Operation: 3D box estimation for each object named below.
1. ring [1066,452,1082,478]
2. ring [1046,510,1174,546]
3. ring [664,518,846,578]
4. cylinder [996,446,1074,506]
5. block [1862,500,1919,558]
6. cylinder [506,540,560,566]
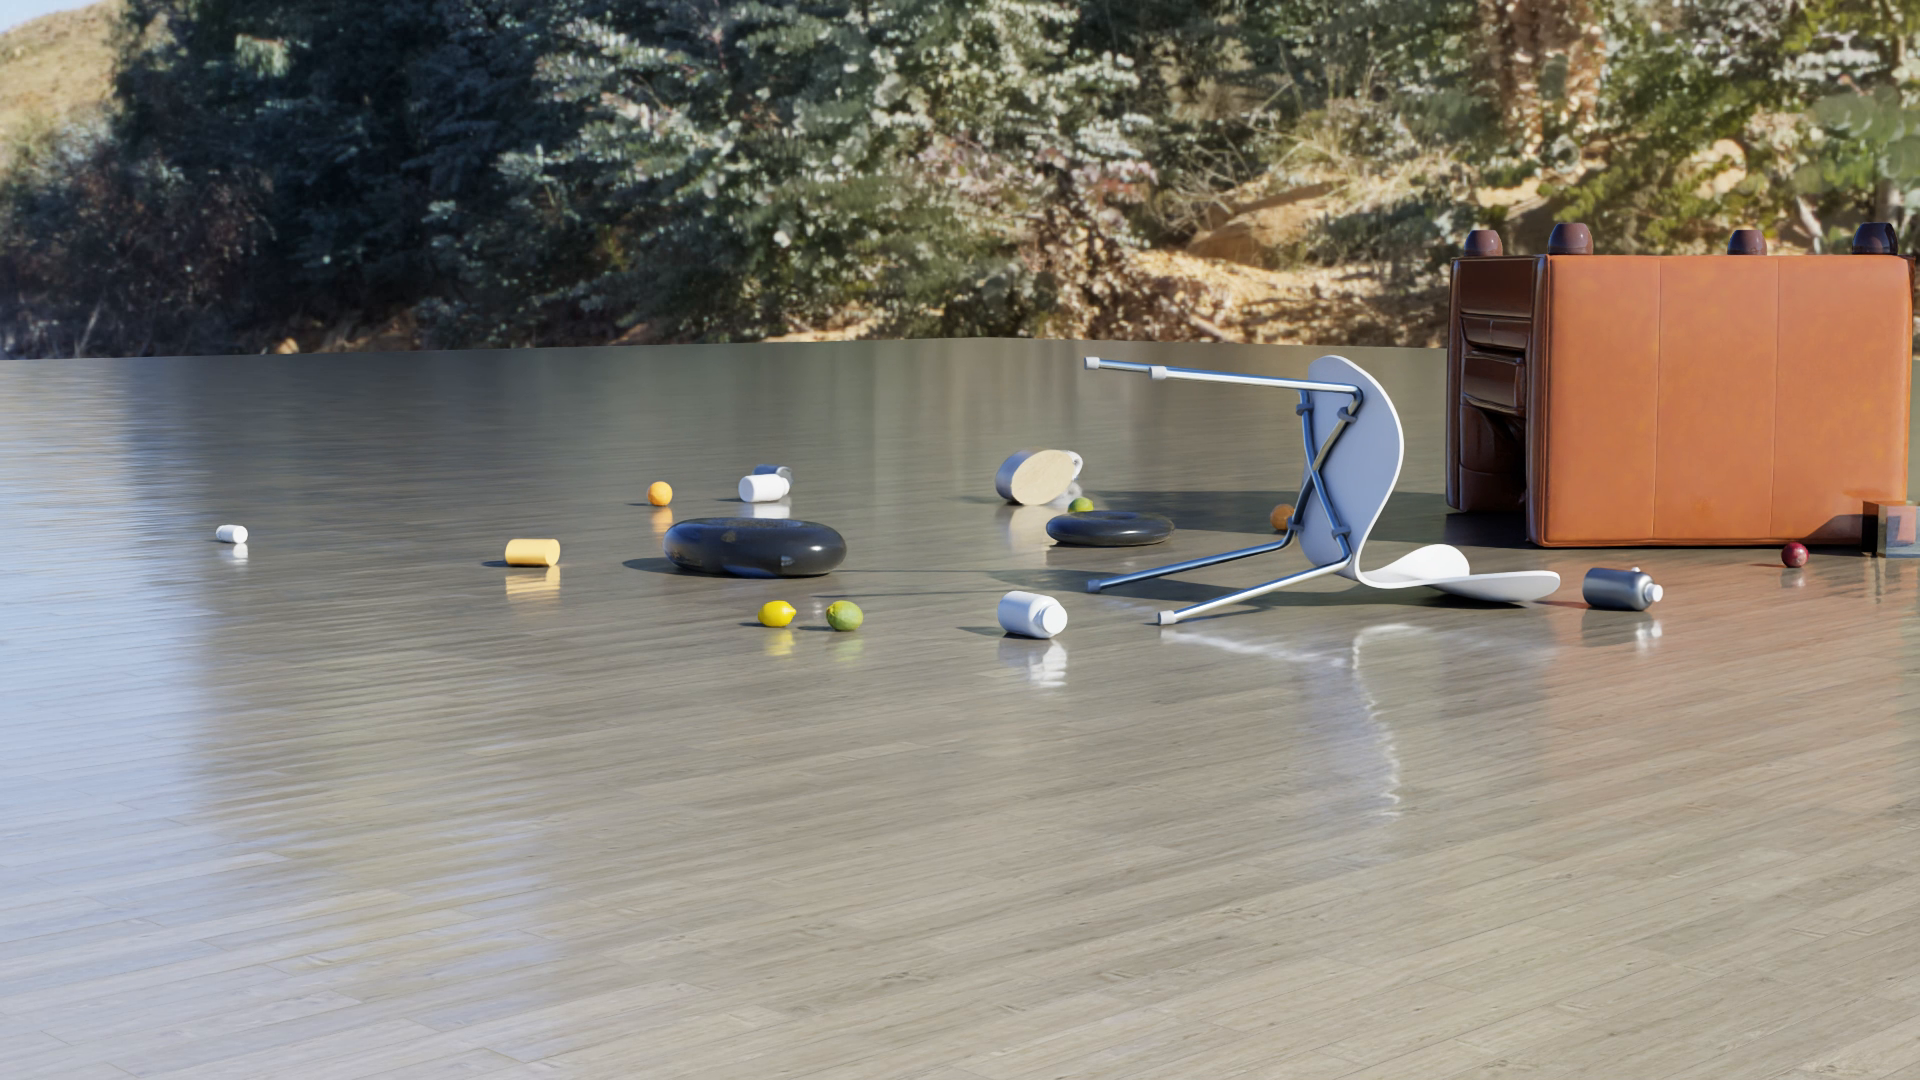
[{"bbox_3d":[0.335,-0.237,8.274,0.078,0.094,0.150,12,25,28],"label":"ring"},{"bbox_3d":[0.374,-0.030,6.384,0.314,0.066,0.389,3,6,21],"label":"ring"},{"bbox_3d":[-0.463,0.014,5.752,0.506,0.109,0.324,5,7,44],"label":"ring"},{"bbox_3d":[0.216,-0.187,7.448,0.205,0.143,0.144,-31,14,-13],"label":"cylinder"},{"bbox_3d":[2.223,-0.025,6.063,0.128,0.122,0.141,0,6,-3],"label":"block"},{"bbox_3d":[-0.974,0.029,5.850,0.092,0.058,0.130,1,5,5],"label":"cylinder"}]
